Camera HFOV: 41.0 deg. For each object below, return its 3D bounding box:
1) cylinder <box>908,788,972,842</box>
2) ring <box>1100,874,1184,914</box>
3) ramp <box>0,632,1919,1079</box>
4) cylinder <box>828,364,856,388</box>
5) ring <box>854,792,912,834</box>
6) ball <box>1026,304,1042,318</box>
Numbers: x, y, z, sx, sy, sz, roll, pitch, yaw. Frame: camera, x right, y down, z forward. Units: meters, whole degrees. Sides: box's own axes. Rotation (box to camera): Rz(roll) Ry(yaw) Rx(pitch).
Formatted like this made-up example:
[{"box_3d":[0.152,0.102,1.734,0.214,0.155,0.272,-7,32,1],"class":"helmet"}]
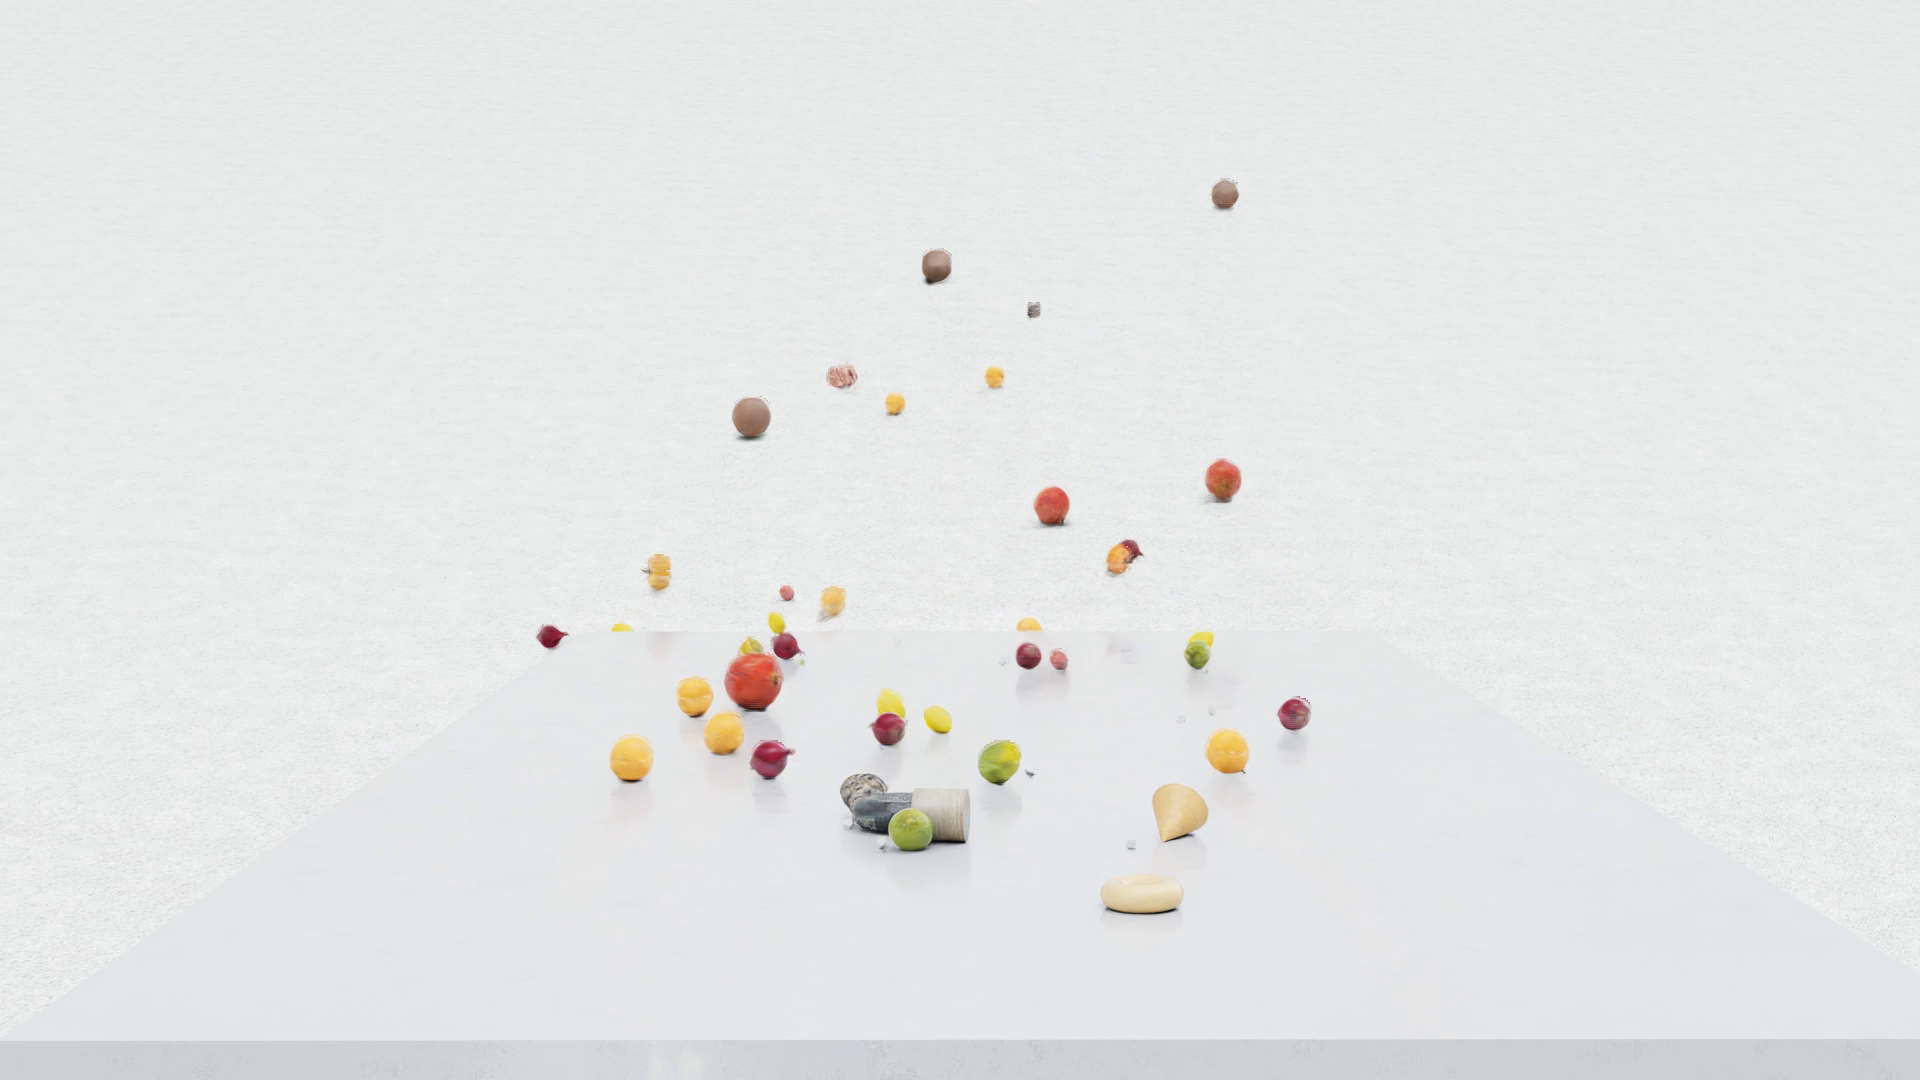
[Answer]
[{"box_3d":[-0.027,0.386,3.610,0.074,0.074,0.074,-4,18,12],"class":"cylinder"},{"box_3d":[0.224,0.436,3.163,0.103,0.034,0.103,-1,3,0],"class":"ring"},{"box_3d":[0.046,0.413,4.536,2.000,0.100,4.000,0,4,0],"class":"ramp"},{"box_3d":[-0.411,-0.572,8.980,0.071,0.071,0.071,-18,26,-40],"class":"cylinder"},{"box_3d":[-0.085,0.394,3.711,0.139,0.046,0.139,0,2,0],"class":"ring"},{"box_3d":[0.285,-0.882,9.882,0.055,0.055,0.055,0,20,0],"class":"ball"}]
